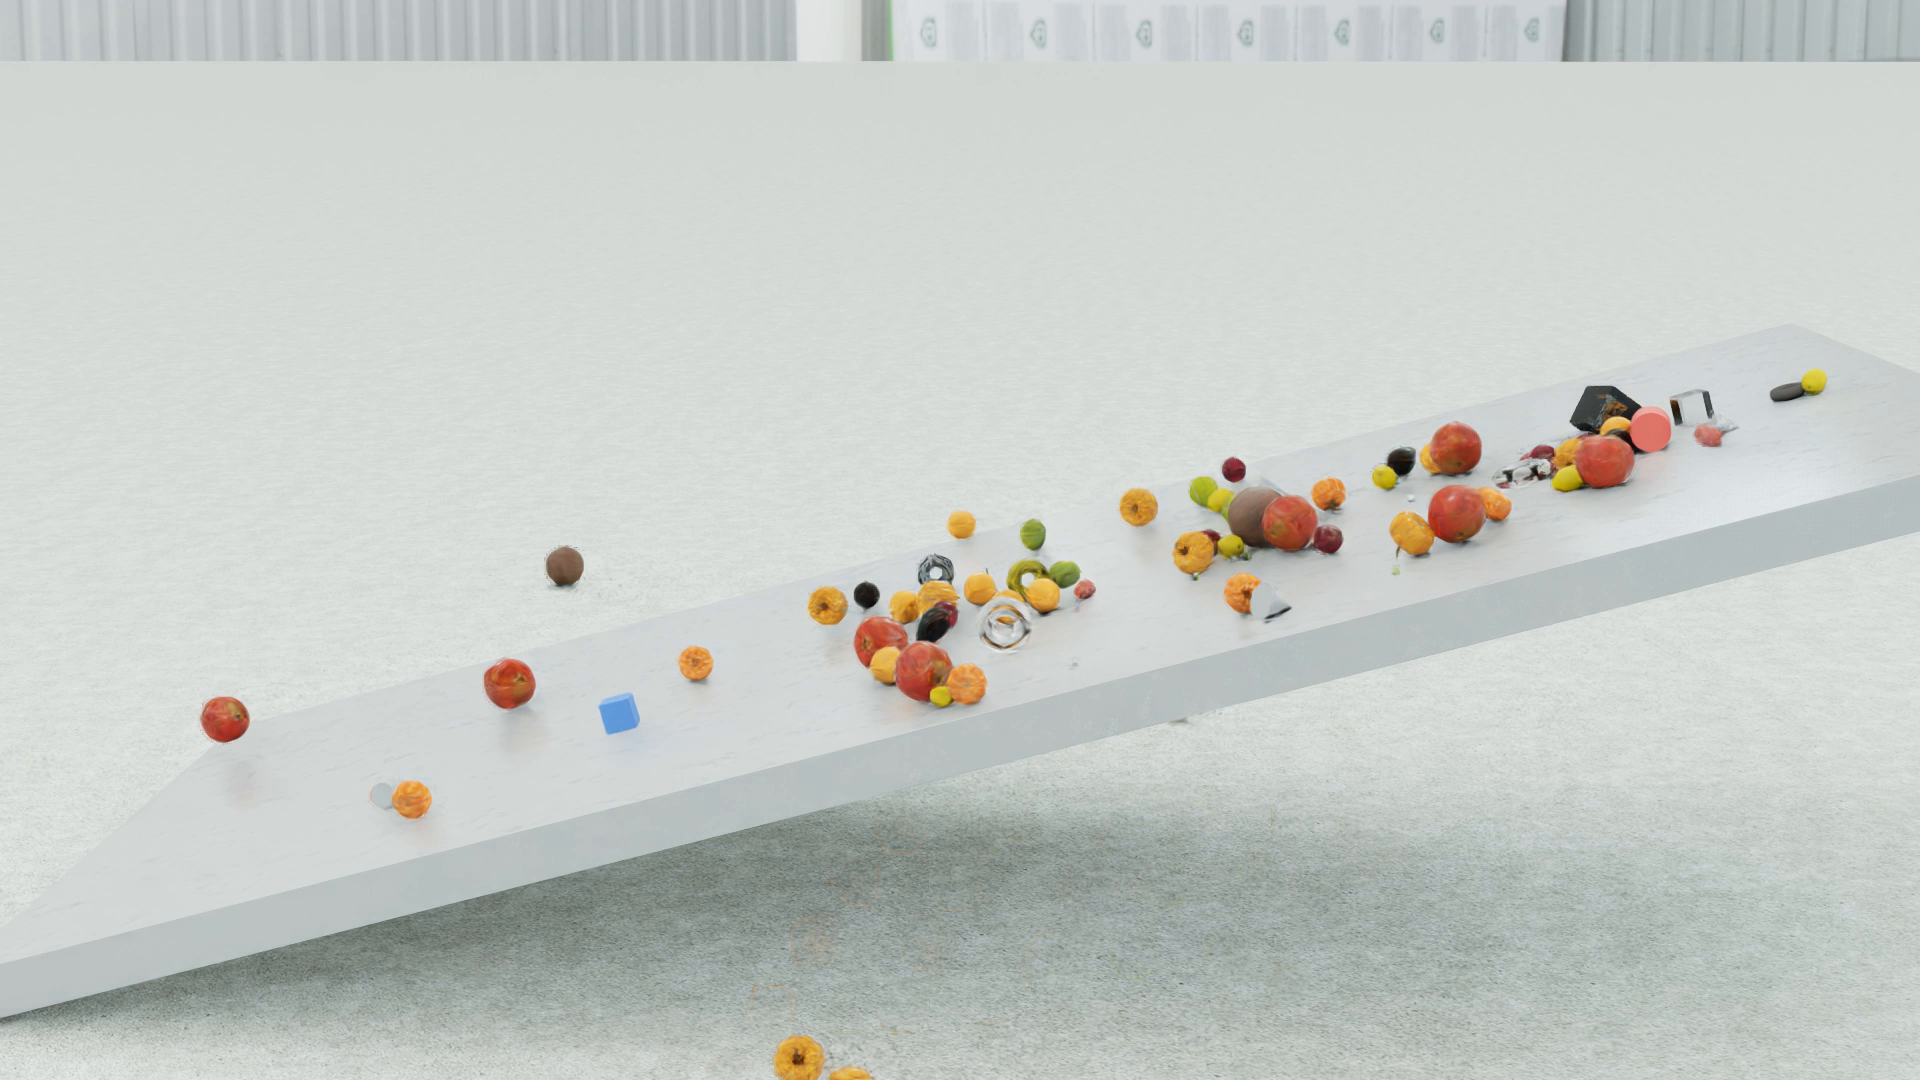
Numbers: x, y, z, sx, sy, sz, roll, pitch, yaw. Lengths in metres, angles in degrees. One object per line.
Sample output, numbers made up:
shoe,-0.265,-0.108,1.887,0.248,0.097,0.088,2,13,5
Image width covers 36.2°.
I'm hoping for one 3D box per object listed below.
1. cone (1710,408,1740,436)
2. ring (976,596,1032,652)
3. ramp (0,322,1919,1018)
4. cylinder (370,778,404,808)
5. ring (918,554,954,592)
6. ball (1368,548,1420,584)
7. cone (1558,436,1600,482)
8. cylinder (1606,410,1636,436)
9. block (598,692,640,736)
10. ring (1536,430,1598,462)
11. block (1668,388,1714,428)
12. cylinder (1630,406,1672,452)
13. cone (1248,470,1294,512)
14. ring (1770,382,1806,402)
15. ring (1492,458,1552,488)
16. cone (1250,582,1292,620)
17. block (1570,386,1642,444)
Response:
cone,1.580,-0.237,6.055,0.057,0.057,0.057,12,11,2
ring,0.088,0.167,5.796,0.113,0.113,0.038,0,8,-1
ramp,0.079,0.191,6.331,4.000,0.100,2.000,-15,9,4
cylinder,-1.157,0.510,5.933,0.053,0.053,0.053,1,2,8
ring,-0.054,0.075,6.607,0.086,0.086,0.029,-1,12,-6
ball,0.819,0.063,5.552,0.095,0.095,0.095,0,10,0
cone,1.255,-0.174,6.014,0.087,0.087,0.087,-15,9,2
cylinder,1.424,-0.251,6.306,0.053,0.053,0.053,-5,7,-25
block,-0.705,0.359,6.088,0.064,0.064,0.064,-15,9,3
ring,1.289,-0.198,6.244,0.132,0.044,0.132,-14,10,2
block,1.552,-0.279,6.235,0.064,0.064,0.064,-16,9,-7
cylinder,1.429,-0.230,6.085,0.082,0.082,0.082,2,13,12
cone,0.706,-0.100,6.608,0.095,0.095,0.095,11,8,-8
ring,1.754,-0.314,6.234,0.075,0.025,0.075,-16,10,3
ring,1.164,-0.138,6.093,0.123,0.041,0.123,-16,8,2
cone,0.594,0.120,5.503,0.072,0.072,0.072,10,4,-29
block,1.371,-0.266,6.245,0.091,0.091,0.091,32,-11,-22
